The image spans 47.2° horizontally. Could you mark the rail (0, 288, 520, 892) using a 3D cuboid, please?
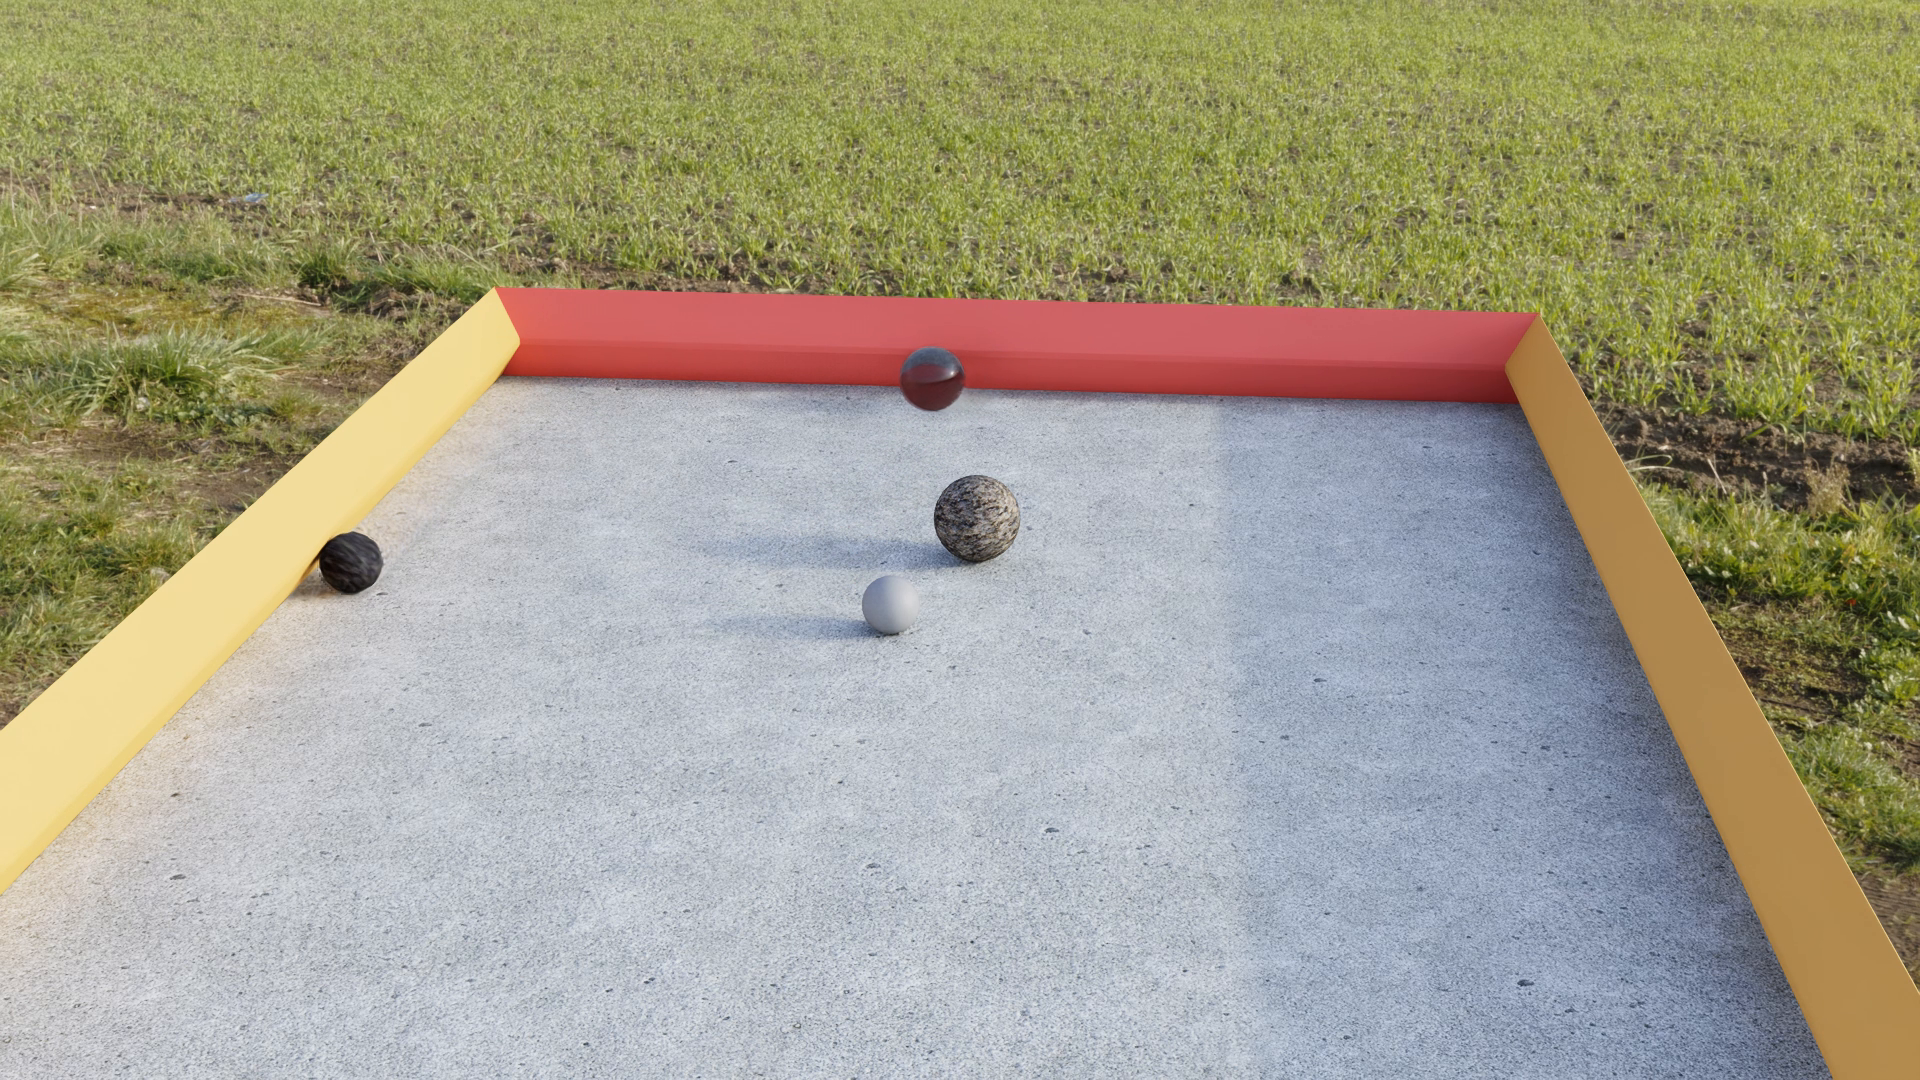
[{"bbox_3d":[-0.731,0.197,1.782,0.045,0.122,2.630,2,22,5],"label":"rail"}]

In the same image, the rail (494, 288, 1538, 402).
[{"bbox_3d":[0.059,-0.253,2.920,1.393,0.122,0.045,2,22,5],"label":"rail"}]

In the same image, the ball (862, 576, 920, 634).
[{"bbox_3d":[-0.069,0.065,2.205,0.059,0.059,0.059,0,22,0],"label":"ball"}]

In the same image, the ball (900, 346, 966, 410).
[{"bbox_3d":[-0.035,-0.211,2.866,0.085,0.085,0.085,0,22,0],"label":"ball"}]

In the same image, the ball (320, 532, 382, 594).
[{"bbox_3d":[-0.637,0.024,2.302,0.064,0.064,0.064,0,22,0],"label":"ball"}]

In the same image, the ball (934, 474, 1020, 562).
[{"bbox_3d":[0.018,-0.023,2.380,0.094,0.094,0.094,0,22,0],"label":"ball"}]

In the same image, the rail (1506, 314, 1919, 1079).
[{"bbox_3d":[0.609,0.243,1.666,0.045,0.122,2.630,2,22,5],"label":"rail"}]
